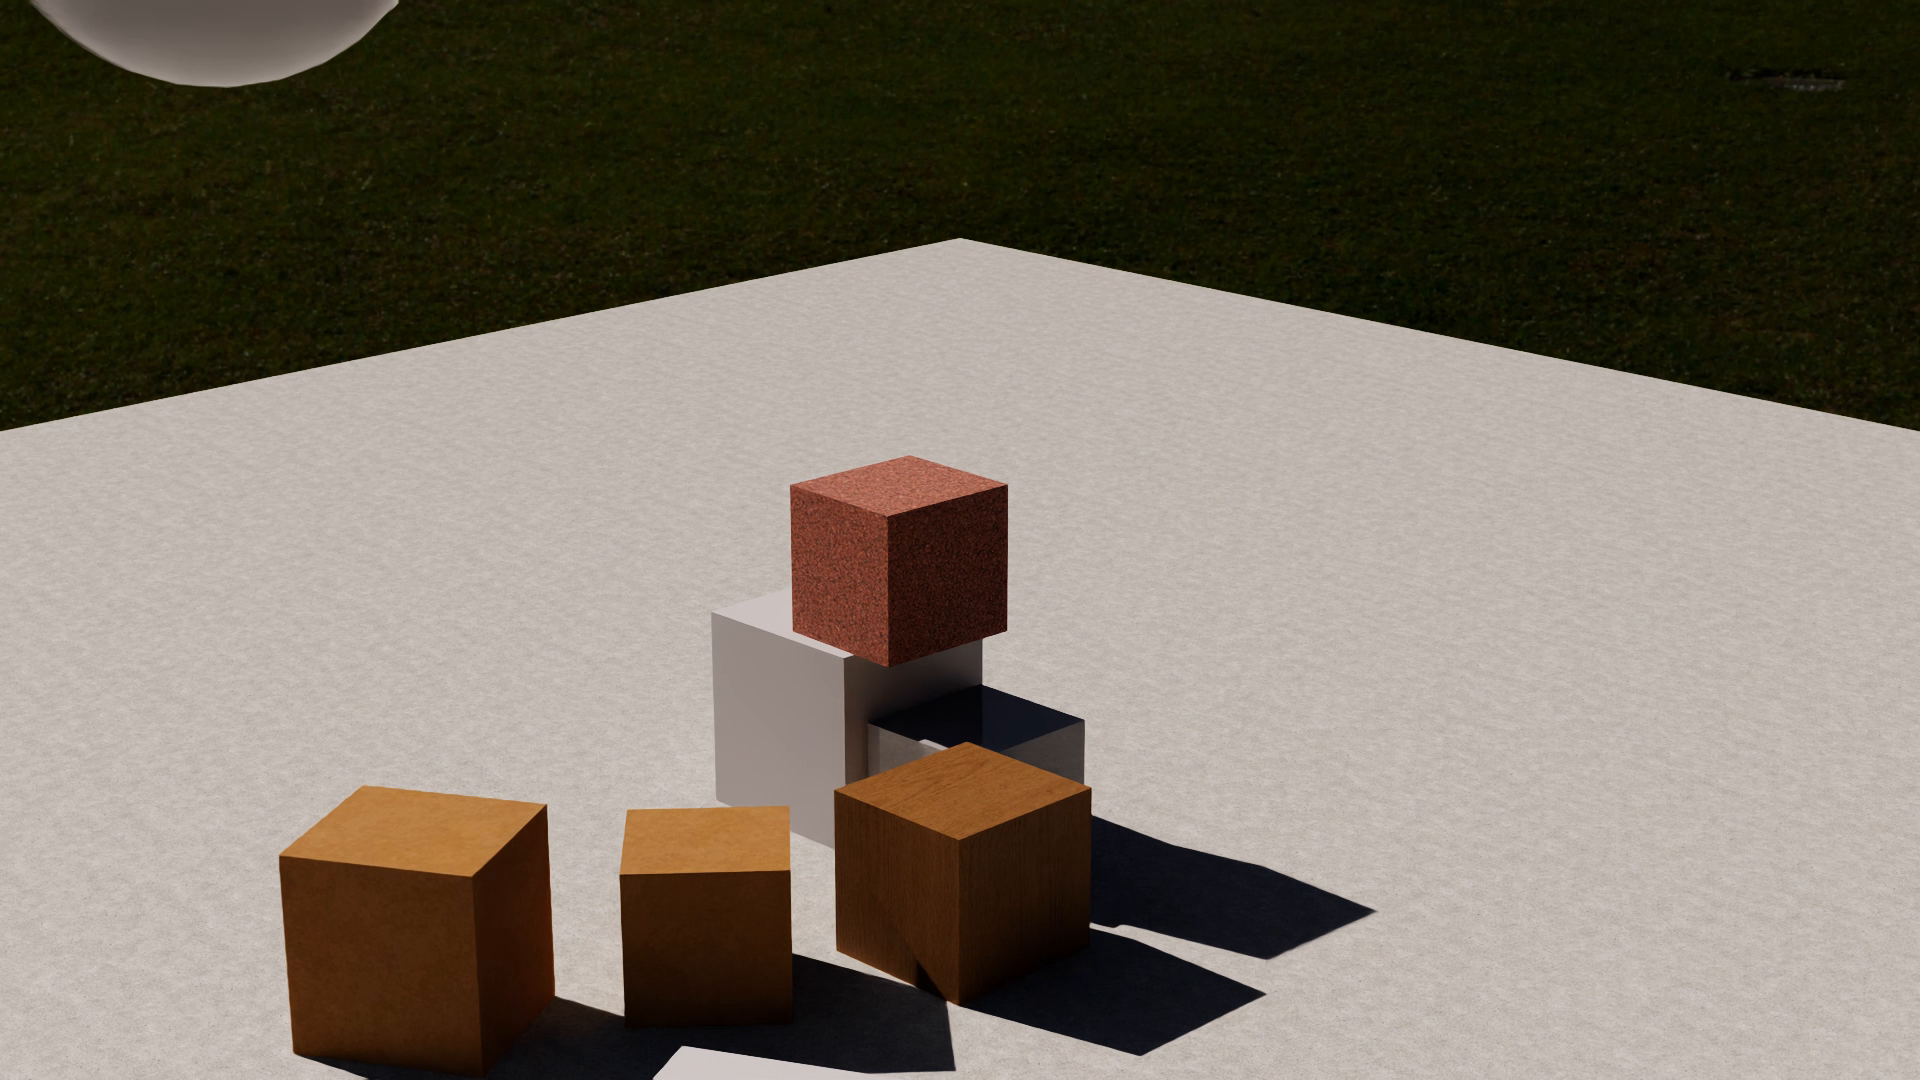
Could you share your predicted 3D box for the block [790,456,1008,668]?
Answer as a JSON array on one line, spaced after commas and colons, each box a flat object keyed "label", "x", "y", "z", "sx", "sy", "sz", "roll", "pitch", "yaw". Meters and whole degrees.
[{"label": "block", "x": -0.281, "y": 0.086, "z": 13.635, "sx": 0.743, "sy": 0.716, "sz": 0.679, "roll": -16, "pitch": 23, "yaw": -40}]

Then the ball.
[{"label": "ball", "x": -2.543, "y": -2.343, "z": 9.939, "sx": 1.600, "sy": 1.600, "sz": 1.600, "roll": 0, "pitch": 17, "yaw": 0}]

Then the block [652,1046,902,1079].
[{"label": "block", "x": -0.692, "y": 2.277, "z": 9.833, "sx": 0.837, "sy": 0.759, "sz": 0.814, "roll": 5, "pitch": 18, "yaw": 17}]

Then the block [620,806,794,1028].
[{"label": "block", "x": -1.047, "y": 1.564, "z": 12.225, "sx": 0.687, "sy": 0.686, "sz": 0.676, "roll": -1, "pitch": 17, "yaw": -3}]

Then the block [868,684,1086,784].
[{"label": "block", "x": 0.077, "y": 1.142, "z": 13.649, "sx": 0.739, "sy": 0.636, "sz": 0.683, "roll": -17, "pitch": 24, "yaw": -42}]

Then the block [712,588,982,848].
[{"label": "block", "x": -0.541, "y": 0.808, "z": 14.151, "sx": 0.932, "sy": 0.972, "sz": 0.904, "roll": 17, "pitch": 24, "yaw": 42}]

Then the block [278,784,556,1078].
[{"label": "block", "x": -2.185, "y": 1.573, "z": 11.894, "sx": 0.820, "sy": 0.866, "sz": 0.754, "roll": 5, "pitch": 18, "yaw": 14}]

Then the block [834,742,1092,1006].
[{"label": "block", "x": 0.013, "y": 1.416, "z": 12.592, "sx": 0.799, "sy": 0.748, "sz": 0.755, "roll": -17, "pitch": 24, "yaw": -42}]
